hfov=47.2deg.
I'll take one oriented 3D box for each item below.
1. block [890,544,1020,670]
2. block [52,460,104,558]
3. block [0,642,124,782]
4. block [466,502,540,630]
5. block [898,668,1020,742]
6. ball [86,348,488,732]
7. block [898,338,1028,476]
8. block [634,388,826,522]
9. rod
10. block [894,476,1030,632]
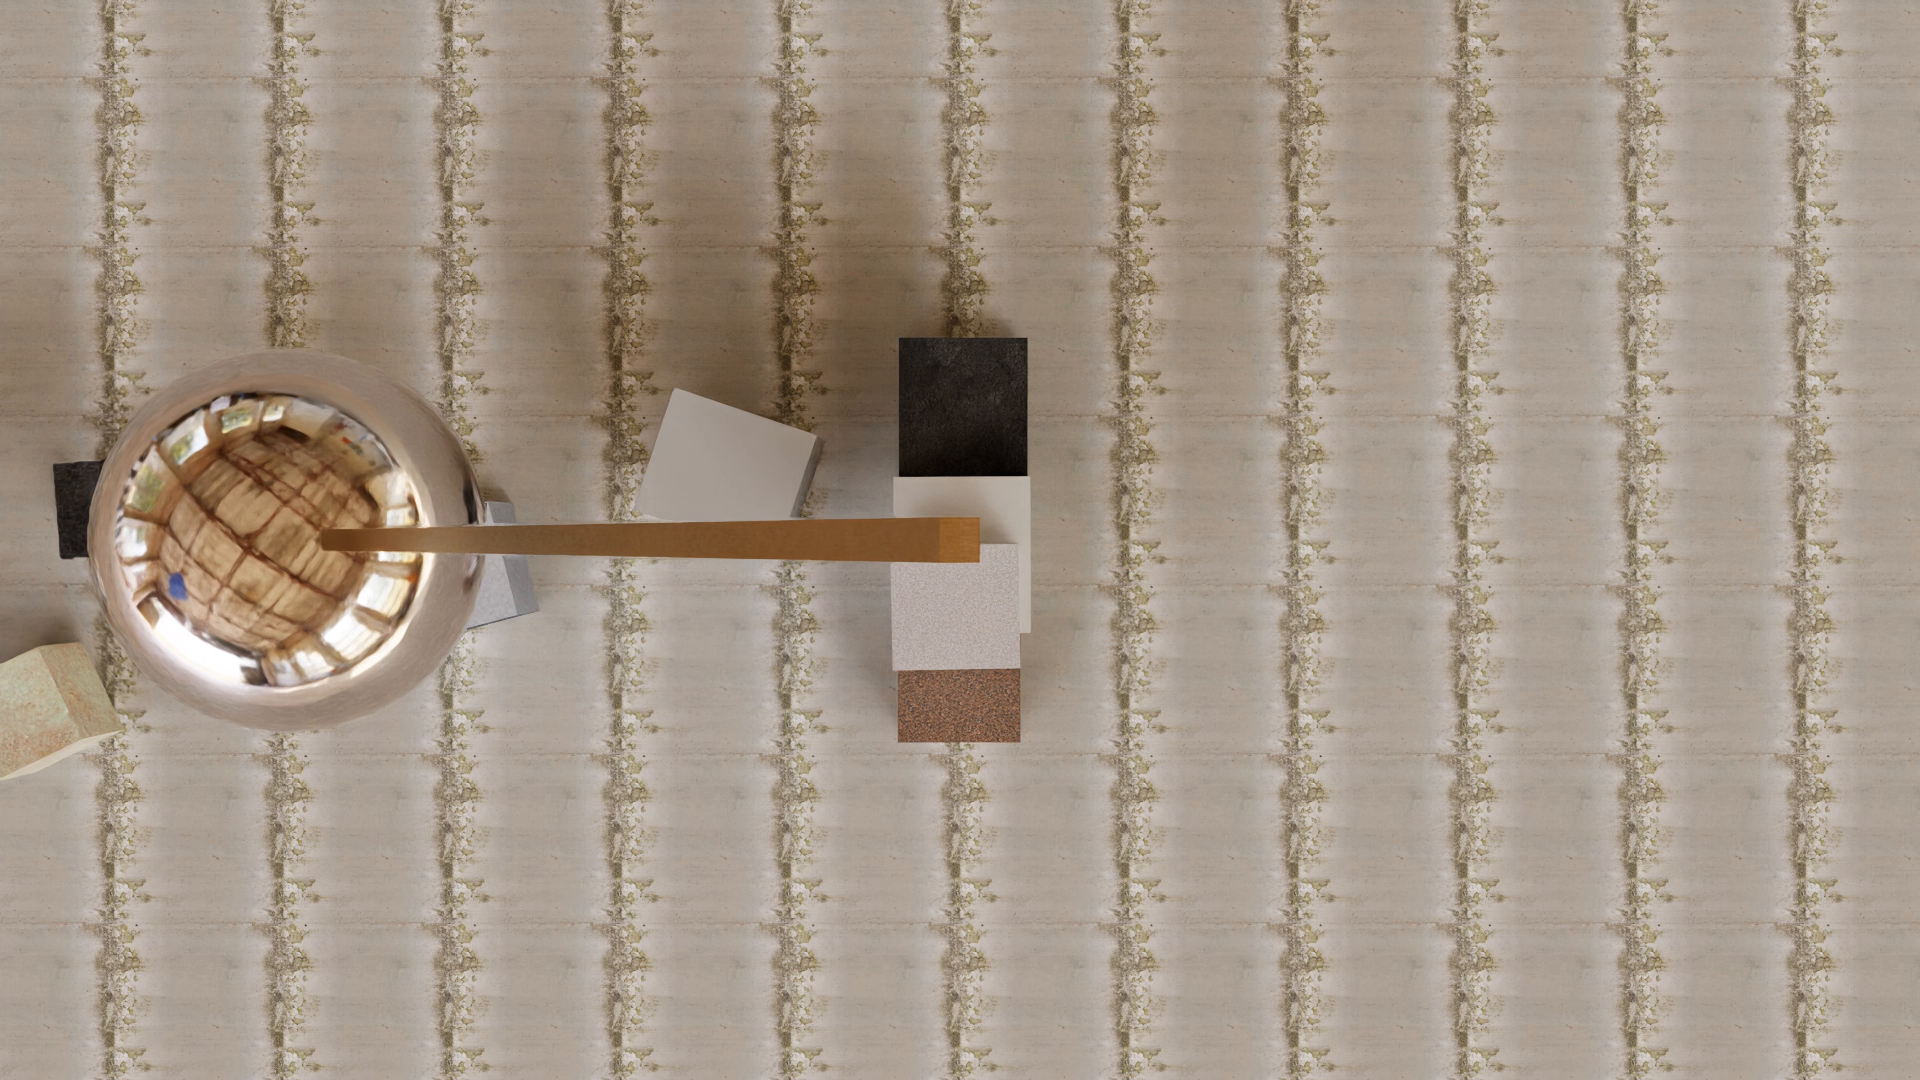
[{"bbox_3d":[-0.024,0.351,11.865,0.671,0.662,0.655,-1,90,0],"label":"block"},{"bbox_3d":[-4.859,-0.186,12.762,0.574,0.476,0.540,-5,90,0],"label":"block"},{"bbox_3d":[-5.331,0.987,12.687,0.587,0.626,0.578,-26,90,0],"label":"block"},{"bbox_3d":[-2.898,0.187,12.674,0.682,0.653,0.660,-15,90,0],"label":"block"},{"bbox_3d":[-0.005,0.831,12.652,0.687,0.697,0.605,0,90,0],"label":"block"},{"bbox_3d":[-2.787,0.000,9.176,1.600,1.600,1.600,0,90,0],"label":"ball"},{"bbox_3d":[0.018,-0.746,12.658,0.721,0.685,0.774,0,90,0],"label":"block"},{"bbox_3d":[-1.307,-0.376,12.616,0.838,0.768,0.719,19,90,0],"label":"block"},{"bbox_3d":[-1.208,0.000,6.165,0.080,5.200,0.080,0,90,-28],"label":"rod"},{"bbox_3d":[0.012,0.082,12.598,0.759,0.804,0.867,0,90,0],"label":"block"}]
